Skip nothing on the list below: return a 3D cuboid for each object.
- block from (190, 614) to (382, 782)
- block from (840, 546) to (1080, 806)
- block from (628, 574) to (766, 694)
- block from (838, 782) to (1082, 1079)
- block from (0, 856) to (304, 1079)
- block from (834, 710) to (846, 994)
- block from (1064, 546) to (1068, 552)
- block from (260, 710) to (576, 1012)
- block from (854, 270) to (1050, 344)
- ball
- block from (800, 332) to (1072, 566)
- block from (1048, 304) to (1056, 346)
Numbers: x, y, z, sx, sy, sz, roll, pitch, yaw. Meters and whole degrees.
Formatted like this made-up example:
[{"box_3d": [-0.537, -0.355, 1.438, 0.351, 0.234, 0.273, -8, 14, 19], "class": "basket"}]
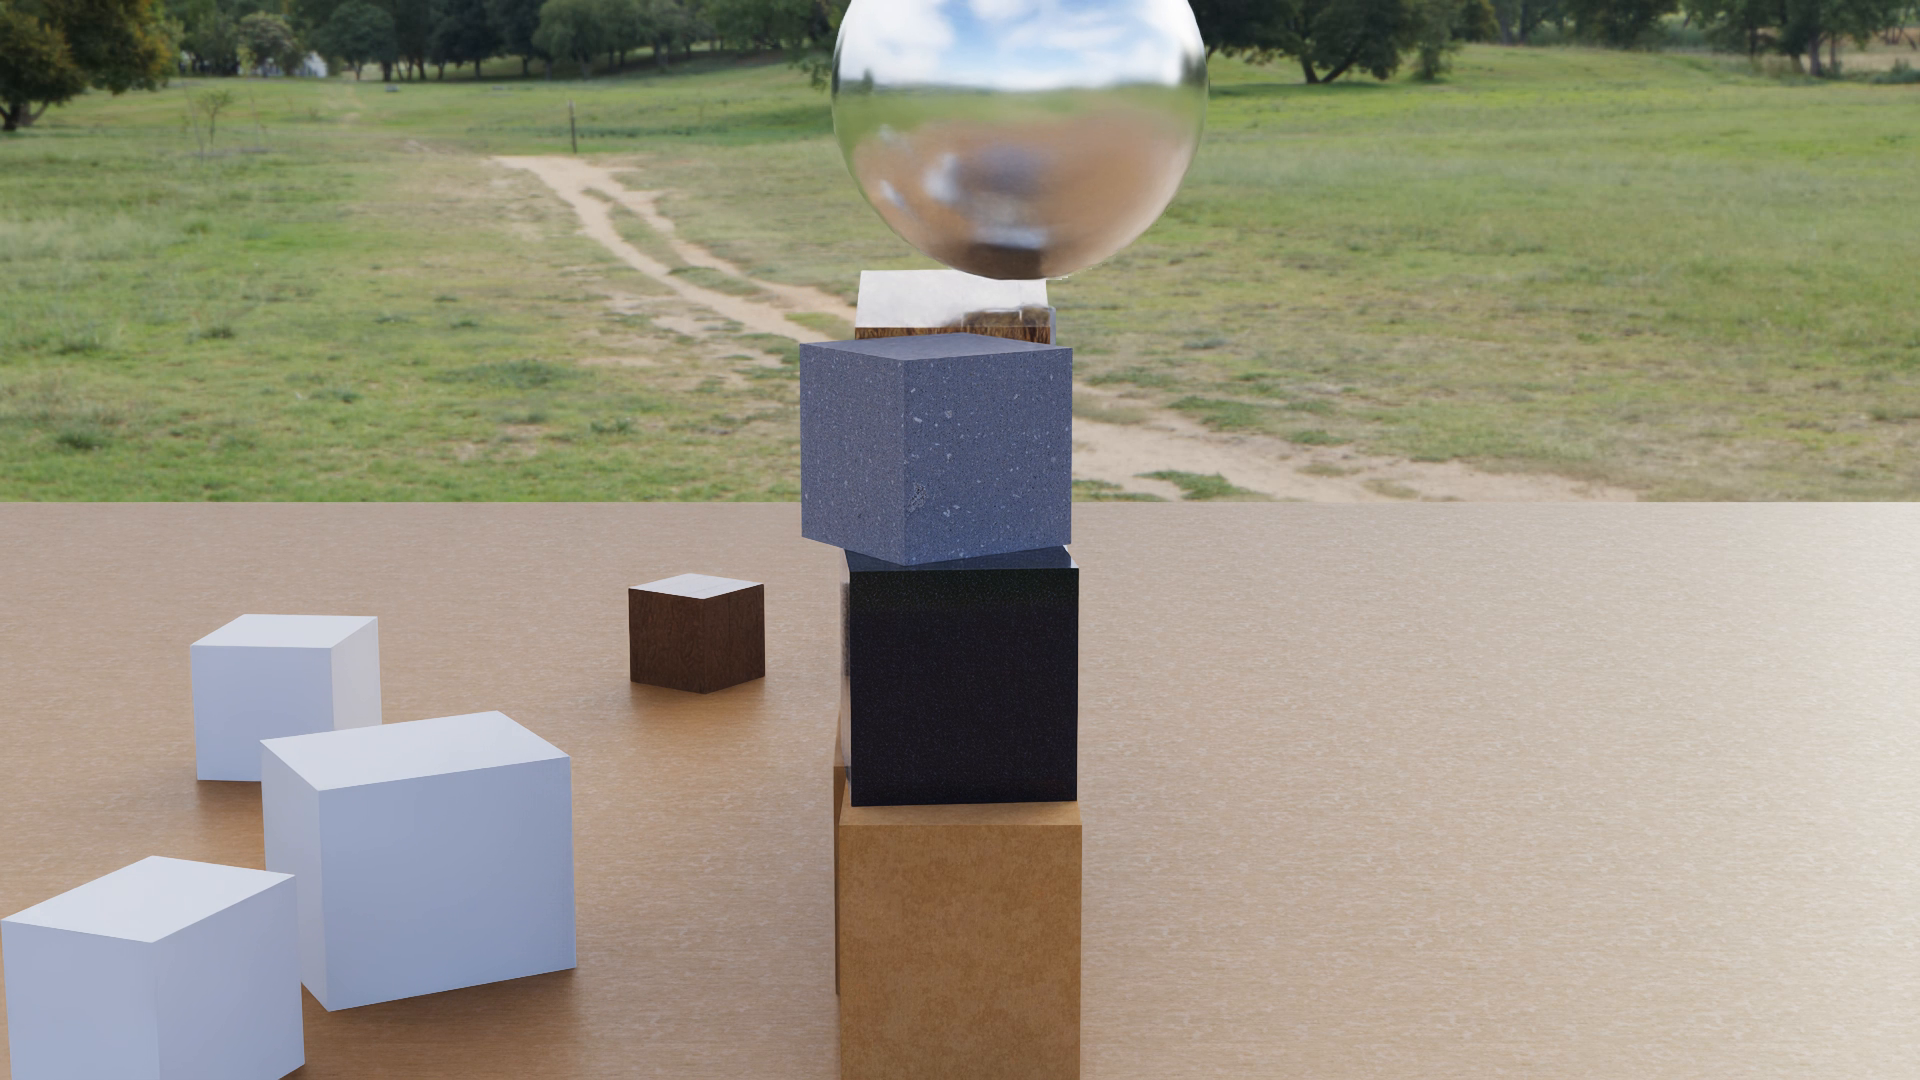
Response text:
[{"box_3d": [-3.450, 0.805, 13.196, 0.720, 0.695, 0.748, 1, 10, 5], "class": "block"}, {"box_3d": [-0.021, 0.448, 9.497, 0.809, 0.851, 0.846, -1, 10, -5], "class": "block"}, {"box_3d": [-1.539, 0.541, 15.030, 0.568, 0.558, 0.551, 7, 12, 34], "class": "block"}, {"box_3d": [0.001, 1.372, 9.407, 0.844, 0.934, 0.857, 0, 10, 0], "class": "block"}, {"box_3d": [-2.786, 1.578, 8.912, 0.624, 0.706, 0.774, 4, 11, 21], "class": "block"}, {"box_3d": [-0.045, 1.228, 10.267, 0.893, 0.910, 0.869, 0, 10, -1], "class": "block"}, {"box_3d": [-0.008, 0.370, 11.166, 0.926, 0.760, 0.980, 0, 11, 0], "class": "block"}, {"box_3d": [-2.169, 1.252, 10.252, 0.999, 0.867, 0.844, -6, 12, -29], "class": "block"}, {"box_3d": [-0.032, -0.604, 11.285, 0.817, 0.963, 0.810, 0, 23, 0], "class": "block"}, {"box_3d": [0.249, -1.897, 10.835, 1.600, 1.600, 1.600, 0, 10, 0], "class": "ball"}, {"box_3d": [-0.092, -0.357, 9.507, 0.739, 0.729, 0.702, -7, 12, -34], "class": "block"}, {"box_3d": [0.006, -0.729, 12.309, 0.878, 0.780, 0.977, 0, 6, 1], "class": "block"}]
